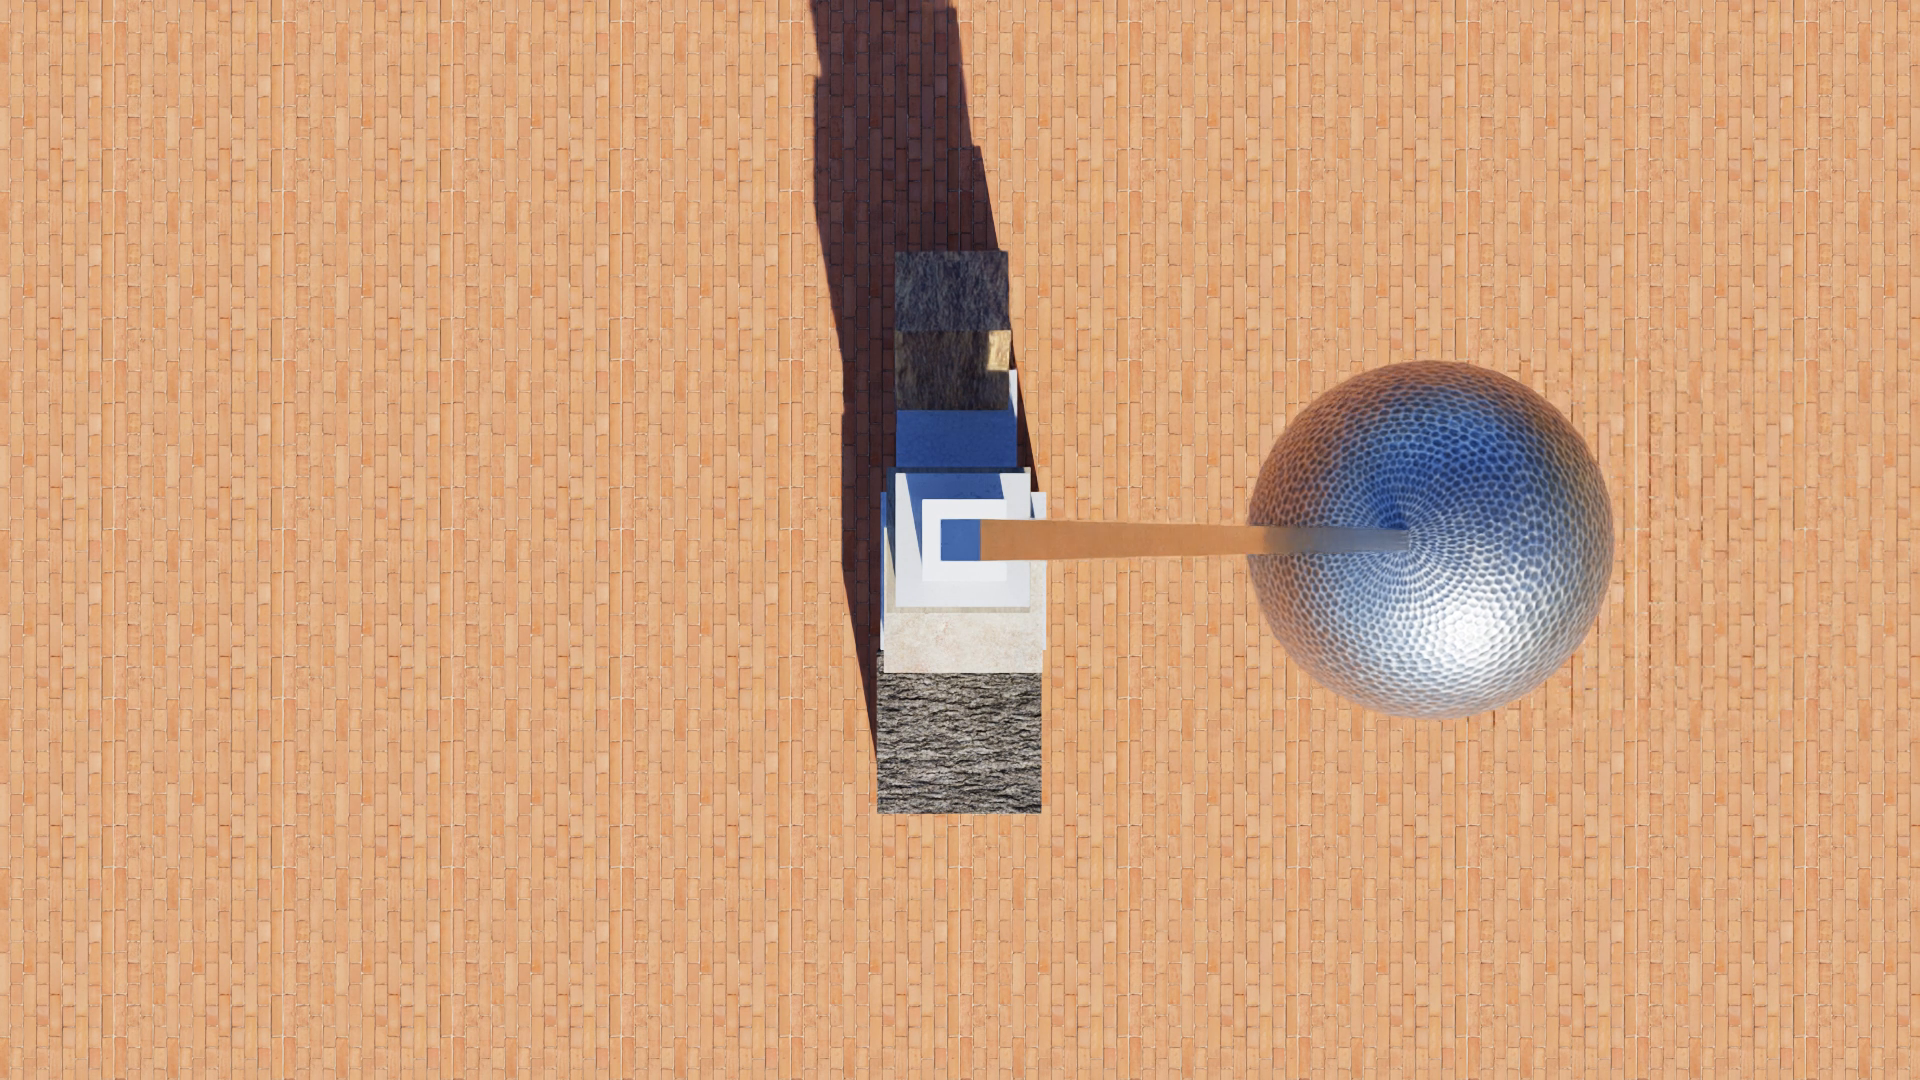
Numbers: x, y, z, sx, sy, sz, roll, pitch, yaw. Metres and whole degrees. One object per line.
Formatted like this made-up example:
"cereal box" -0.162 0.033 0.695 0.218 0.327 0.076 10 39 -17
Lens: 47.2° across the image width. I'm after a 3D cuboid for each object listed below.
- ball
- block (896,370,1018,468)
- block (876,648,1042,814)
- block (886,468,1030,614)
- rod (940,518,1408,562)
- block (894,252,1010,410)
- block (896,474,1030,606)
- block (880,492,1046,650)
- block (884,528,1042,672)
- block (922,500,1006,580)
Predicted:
"ball" 2.074 0.000 9.756 1.600 1.600 1.600 0 90 0
"block" -0.019 -0.616 12.682 0.678 0.636 0.685 0 90 0
"block" -0.004 1.063 12.571 0.911 0.858 0.899 0 90 0
"block" -0.006 0.000 9.427 0.596 0.633 0.605 0 90 0
"rod" 0.899 0.000 6.566 0.080 5.200 0.080 0 90 20
"block" -0.042 -1.145 12.050 0.615 0.609 0.617 0 50 0
"block" 0.011 0.000 8.847 0.523 0.526 0.520 0 90 0
"block" 0.019 0.170 12.545 0.910 0.910 0.867 0 90 0
"block" 0.017 0.309 11.700 0.815 0.781 0.746 0 90 0
"block" 0.017 0.000 8.397 0.315 0.373 0.304 0 90 0
